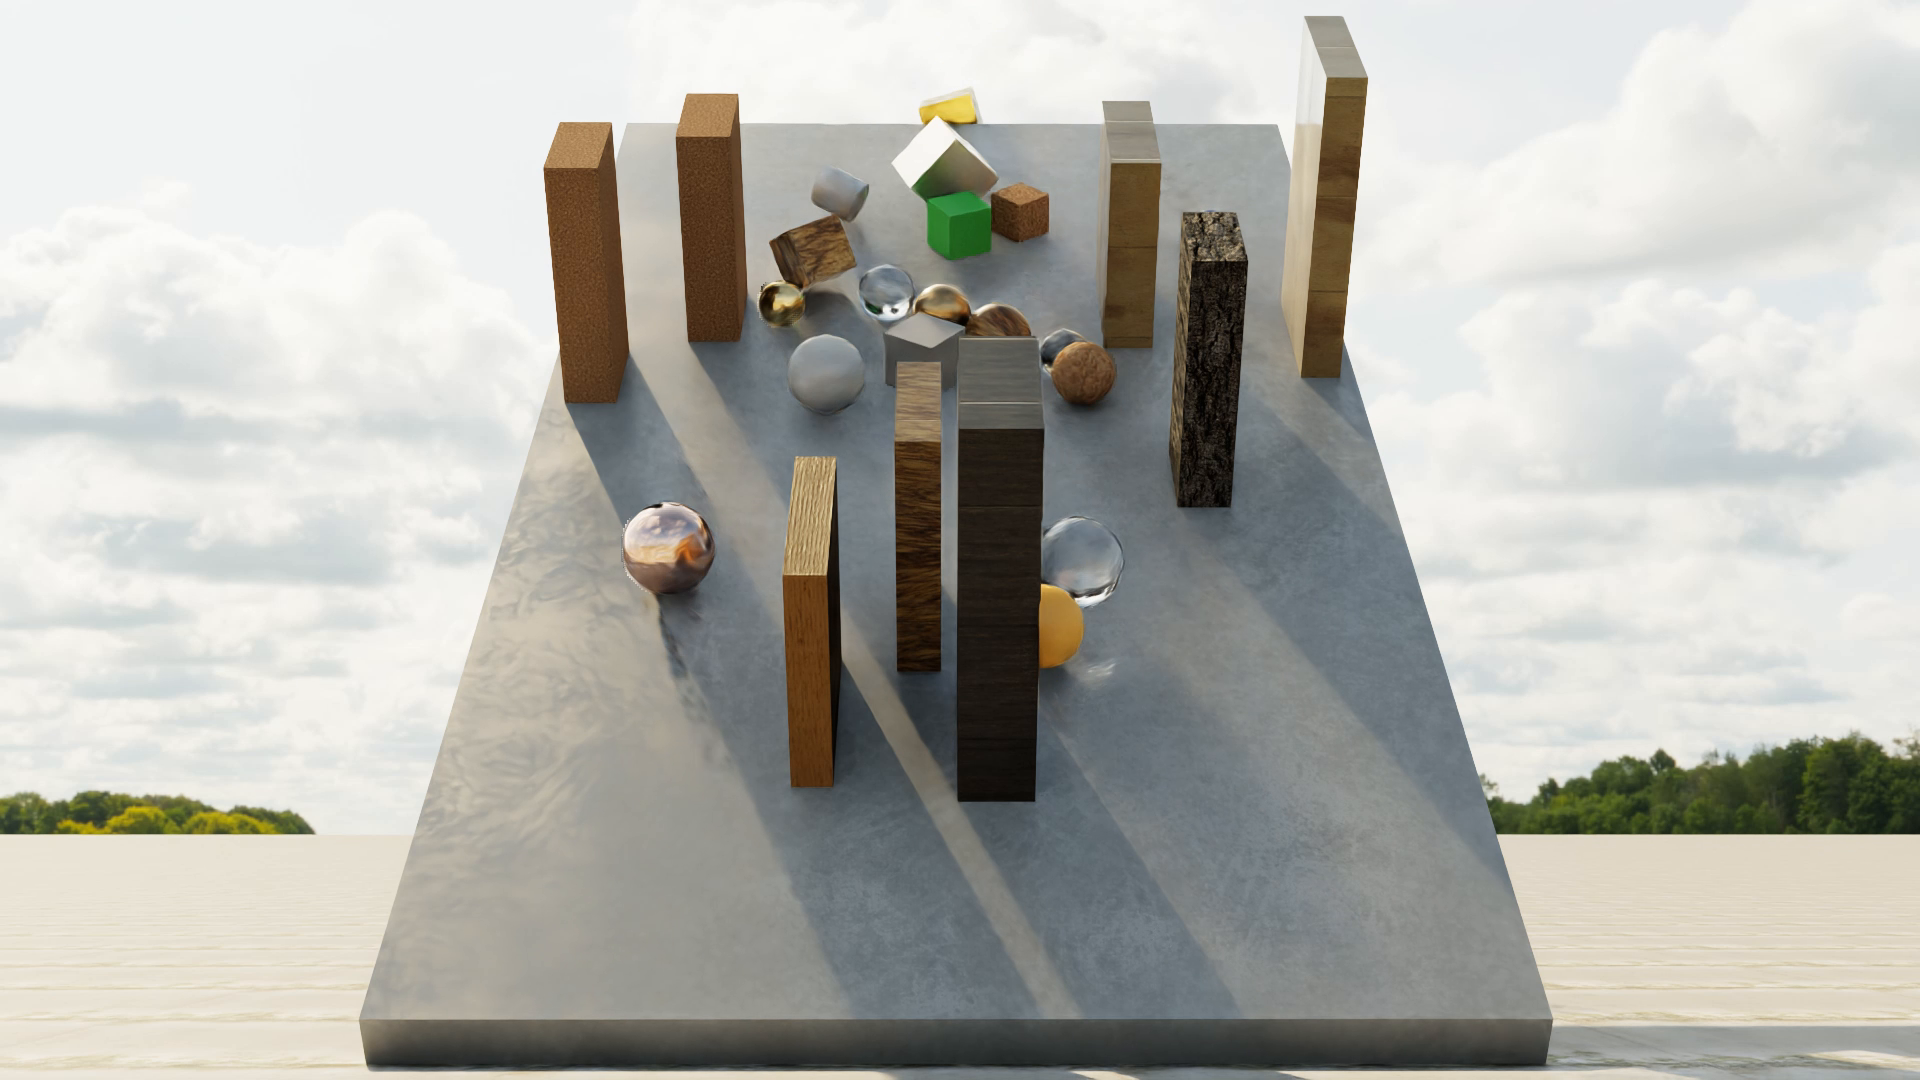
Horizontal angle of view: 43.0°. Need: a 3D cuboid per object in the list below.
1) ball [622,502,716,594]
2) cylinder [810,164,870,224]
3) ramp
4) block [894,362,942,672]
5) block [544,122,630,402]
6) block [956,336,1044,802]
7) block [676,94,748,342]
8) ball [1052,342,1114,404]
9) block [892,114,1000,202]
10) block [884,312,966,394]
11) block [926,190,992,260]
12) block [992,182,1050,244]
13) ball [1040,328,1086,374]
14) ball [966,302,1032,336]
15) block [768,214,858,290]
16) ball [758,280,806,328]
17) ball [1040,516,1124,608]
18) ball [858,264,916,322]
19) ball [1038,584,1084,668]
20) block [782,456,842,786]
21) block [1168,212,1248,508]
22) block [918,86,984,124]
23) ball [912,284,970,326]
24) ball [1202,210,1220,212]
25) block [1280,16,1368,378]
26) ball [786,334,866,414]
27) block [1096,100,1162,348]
[{"bbox_3d":[-0.618,0.017,5.171,0.197,0.197,0.197,0,-7,0],"label":"ball"},{"bbox_3d":[-0.336,-0.970,6.821,0.122,0.122,0.122,29,-4,7],"label":"cylinder"},{"bbox_3d":[-0.014,-0.197,5.811,2.000,0.100,4.000,0,31,0],"label":"ramp"},{"bbox_3d":[-0.083,-0.047,4.956,0.089,0.535,0.331,0,31,0],"label":"block"},{"bbox_3d":[-0.900,-0.669,5.894,0.126,0.614,0.282,0,31,0],"label":"block"},{"bbox_3d":[0.069,0.059,4.529,0.146,0.800,0.354,0,31,0],"label":"block"},{"bbox_3d":[-0.628,-0.820,6.198,0.132,0.557,0.290,0,31,0],"label":"block"},{"bbox_3d":[0.299,-0.405,5.911,0.153,0.153,0.153,0,-7,0],"label":"ball"},{"bbox_3d":[-0.040,-1.036,6.839,0.186,0.186,0.186,37,13,-33],"label":"block"},{"bbox_3d":[-0.086,-0.453,5.997,0.143,0.143,0.143,21,37,30],"label":"block"},{"bbox_3d":[-0.003,-0.863,6.681,0.131,0.131,0.131,-16,35,-25],"label":"block"},{"bbox_3d":[0.167,-0.910,6.776,0.114,0.114,0.114,-25,39,-35],"label":"block"},{"bbox_3d":[0.259,-0.461,6.030,0.122,0.122,0.122,0,-7,0],"label":"ball"},{"bbox_3d":[0.094,-0.508,6.066,0.166,0.166,0.166,0,-7,0],"label":"ball"},{"bbox_3d":[-0.387,-0.754,6.418,0.148,0.148,0.148,-23,4,-26],"label":"block"},{"bbox_3d":[-0.457,-0.608,6.270,0.120,0.120,0.120,0,-7,0],"label":"ball"},{"bbox_3d":[0.249,0.047,5.131,0.194,0.194,0.194,0,-7,0],"label":"ball"},{"bbox_3d":[-0.190,-0.636,6.291,0.149,0.149,0.149,0,-7,0],"label":"ball"},{"bbox_3d":[0.168,0.176,4.944,0.170,0.170,0.170,0,-7,0],"label":"ball"},{"bbox_3d":[-0.281,0.153,4.684,0.080,0.475,0.432,0,31,0],"label":"block"},{"bbox_3d":[0.554,-0.402,5.468,0.121,0.611,0.257,0,31,0],"label":"block"},{"bbox_3d":[-0.022,-1.300,7.599,0.167,0.167,0.167,-14,17,8],"label":"block"},{"bbox_3d":[-0.046,-0.569,6.105,0.145,0.145,0.145,0,-7,0],"label":"ball"},{"bbox_3d":[0.686,-0.841,6.657,0.124,0.124,0.124,0,-7,0],"label":"ball"},{"bbox_3d":[0.897,-0.849,6.038,0.097,0.784,0.425,0,31,0],"label":"block"},{"bbox_3d":[-0.322,-0.399,5.862,0.190,0.190,0.190,0,-7,0],"label":"ball"},{"bbox_3d":[0.428,-0.811,6.242,0.123,0.503,0.414,0,31,0],"label":"block"}]
